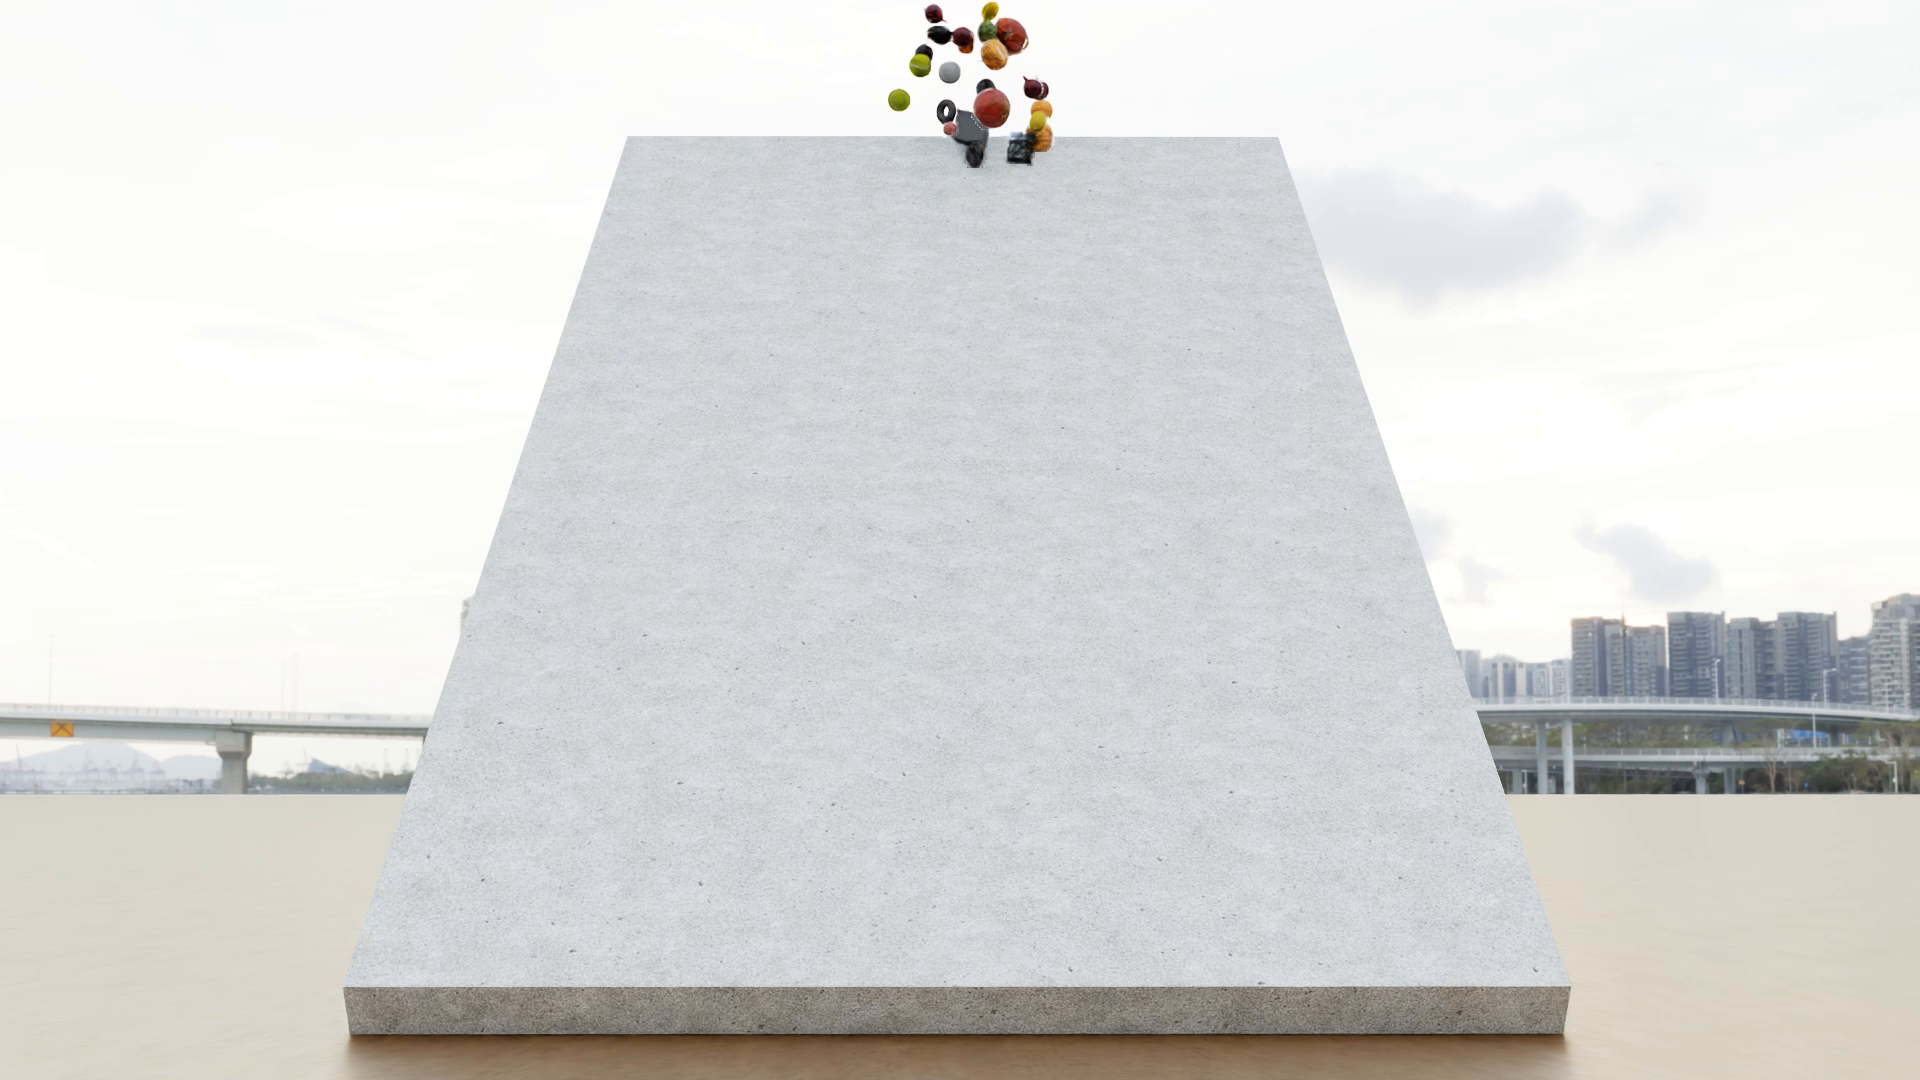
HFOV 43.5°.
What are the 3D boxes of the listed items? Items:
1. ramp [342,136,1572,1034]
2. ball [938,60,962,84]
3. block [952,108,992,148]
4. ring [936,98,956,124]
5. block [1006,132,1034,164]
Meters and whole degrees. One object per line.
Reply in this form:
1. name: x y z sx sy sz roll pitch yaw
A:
1. ramp: -0.013 -0.214 5.685 2.000 0.100 4.000 0 29 0
2. ball: -0.031 -1.398 7.198 0.070 0.070 0.070 0 -6 0
3. block: 0.036 -1.241 7.270 0.089 0.089 0.089 13 0 14
4. ring: -0.040 -1.257 7.064 0.075 0.075 0.025 -6 -1 45
5. block: 0.181 -1.171 7.194 0.073 0.073 0.073 6 27 2
